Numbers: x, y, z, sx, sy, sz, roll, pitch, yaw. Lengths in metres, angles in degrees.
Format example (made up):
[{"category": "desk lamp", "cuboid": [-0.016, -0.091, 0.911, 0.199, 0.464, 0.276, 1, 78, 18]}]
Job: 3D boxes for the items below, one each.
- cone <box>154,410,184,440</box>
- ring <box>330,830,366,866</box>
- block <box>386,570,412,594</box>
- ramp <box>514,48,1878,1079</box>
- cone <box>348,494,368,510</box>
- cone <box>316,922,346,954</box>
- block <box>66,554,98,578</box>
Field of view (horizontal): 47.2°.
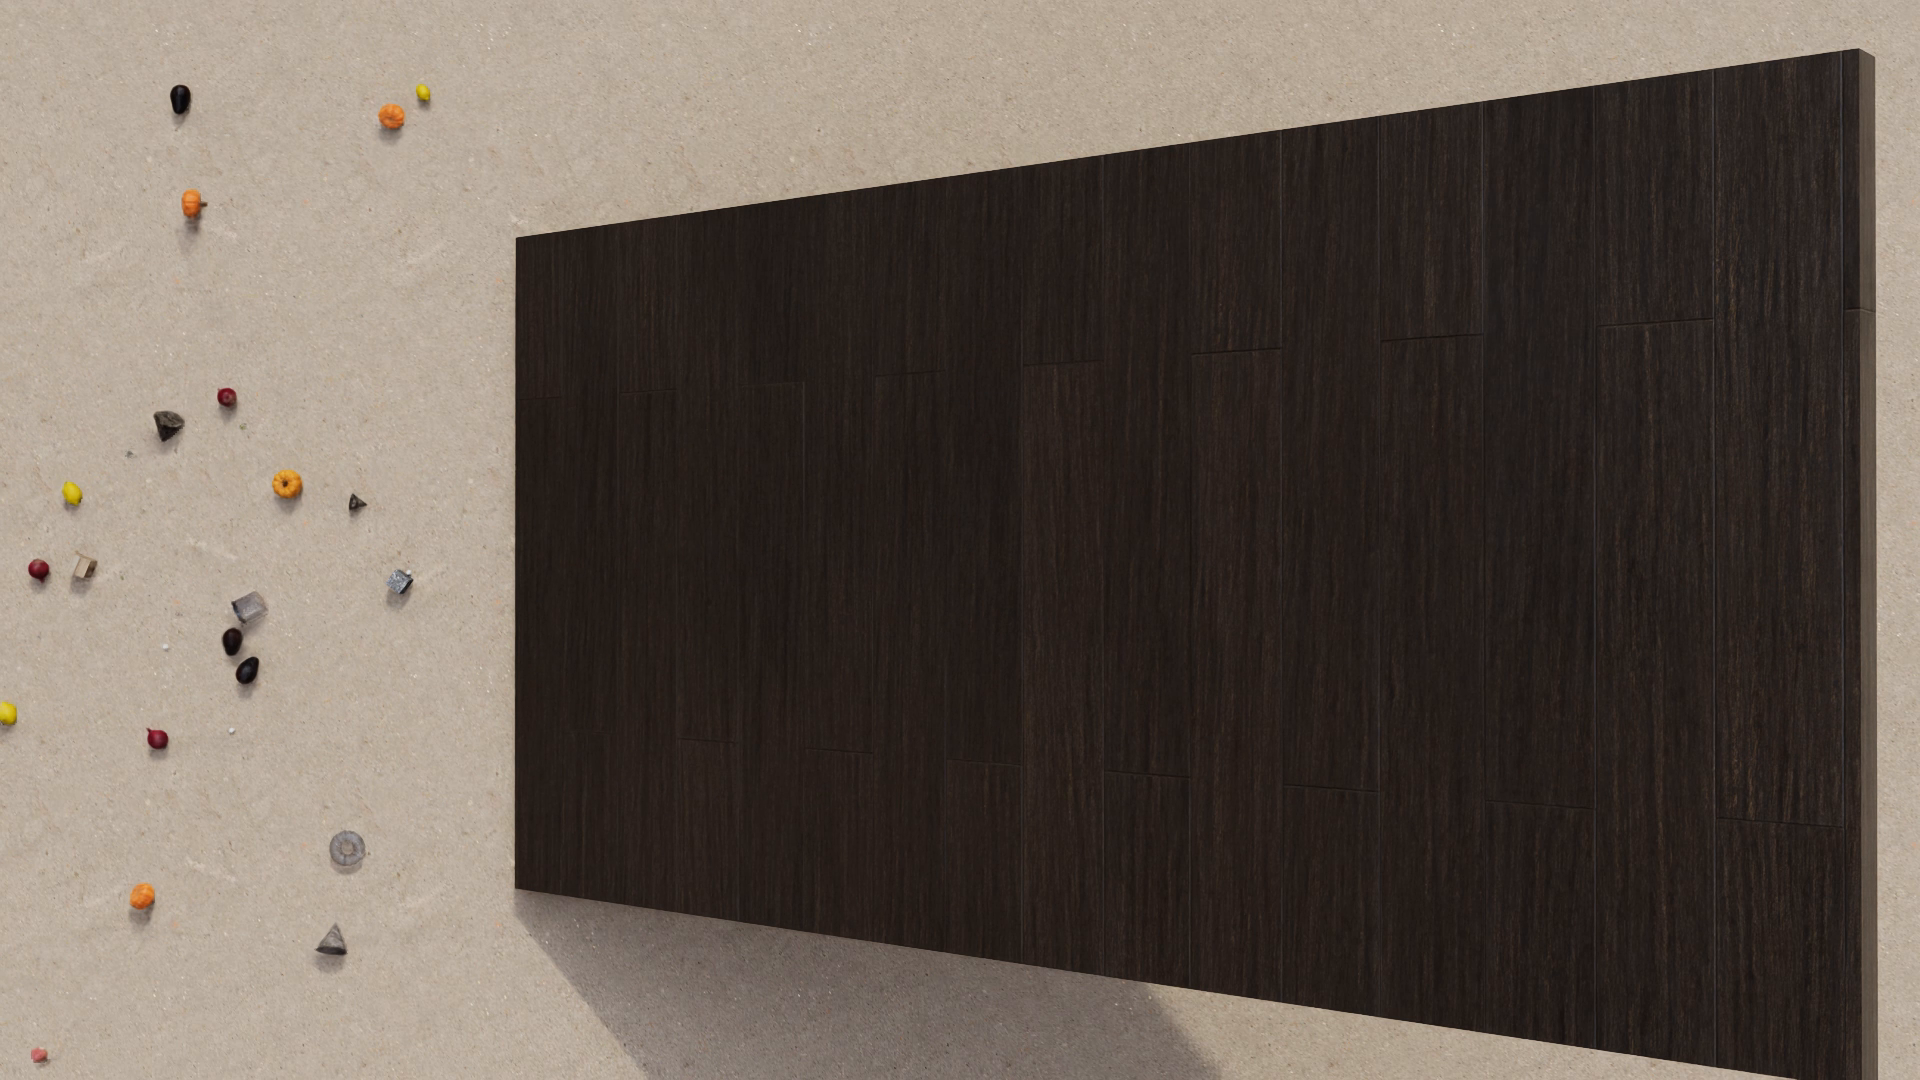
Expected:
[{"category": "cone", "cuboid": [-2.464, -0.339, 6.816, 0.090, 0.090, 0.090, 31, 120, 0]}, {"category": "ring", "cuboid": [-1.898, 0.955, 6.810, 0.111, 0.037, 0.111, 0, 88, 0]}, {"category": "block", "cuboid": [-1.735, 0.129, 6.806, 0.054, 0.054, 0.054, 36, 90, 0]}, {"category": "ramp", "cuboid": [0.213, 0.062, 5.529, 4.000, 0.100, 2.000, 0, 90, 39]}, {"category": "cone", "cuboid": [-1.863, -0.114, 6.823, 0.053, 0.053, 0.053, 12, 90, -26]}, {"category": "cone", "cuboid": [-1.939, 1.226, 6.806, 0.092, 0.092, 0.092, 0, 63, 0]}, {"category": "block", "cuboid": [-2.717, 0.080, 6.805, 0.057, 0.057, 0.057, 23, 90, 0]}]
